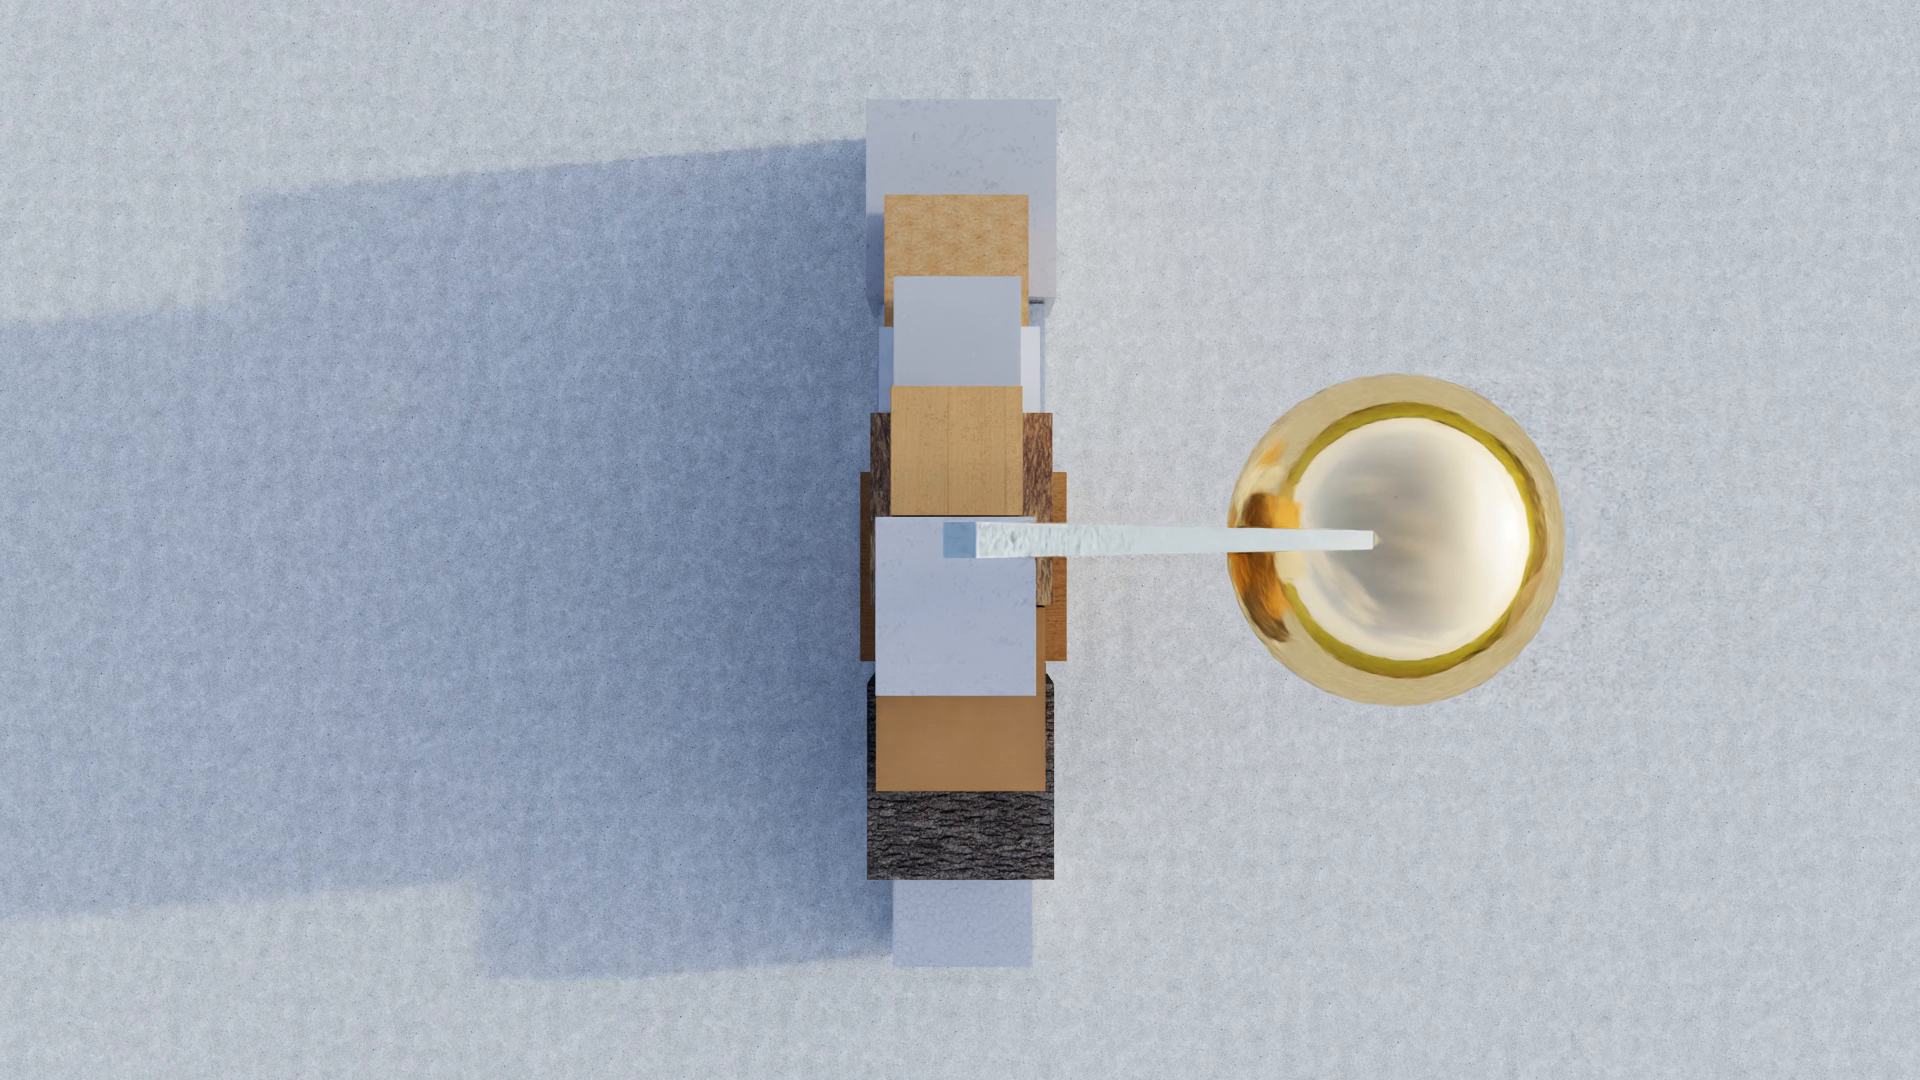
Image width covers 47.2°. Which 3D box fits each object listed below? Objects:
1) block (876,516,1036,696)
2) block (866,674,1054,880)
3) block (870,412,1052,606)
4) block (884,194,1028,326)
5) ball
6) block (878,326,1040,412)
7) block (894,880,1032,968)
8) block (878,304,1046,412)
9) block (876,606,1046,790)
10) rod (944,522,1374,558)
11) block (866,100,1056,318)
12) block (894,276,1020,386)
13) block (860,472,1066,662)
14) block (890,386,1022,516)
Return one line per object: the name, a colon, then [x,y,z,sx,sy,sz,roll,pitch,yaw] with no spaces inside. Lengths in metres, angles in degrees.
block: [-0.019,0.287,9.869,0.692,0.735,0.772,0,90,0]
block: [0.003,1.220,11.539,0.945,0.908,0.987,0,90,0]
block: [0.007,-0.145,10.687,0.849,0.900,0.896,0,90,0]
block: [-0.019,-1.430,11.567,0.739,0.619,0.676,0,90,0]
ball: [2.074,0.000,10.531,1.600,1.600,1.600,0,90,0]
block: [-0.003,-0.608,11.615,0.824,0.794,0.904,0,85,0]
block: [0.016,2.015,12.630,0.777,0.740,0.731,0,90,0]
block: [0.007,-0.843,12.569,0.928,0.862,0.923,0,90,0]
block: [0.003,0.743,10.676,0.791,0.817,0.857,0,90,0]
rod: [0.899,0.000,7.341,0.080,5.200,0.080,0,90,20]
block: [0.008,-1.848,12.438,1.029,1.124,1.066,0,90,0]
block: [-0.013,-0.967,10.917,0.612,0.646,0.570,0,86,0]
block: [0.019,0.145,12.497,1.126,1.007,1.033,0,90,0]
block: [-0.015,-0.392,9.933,0.579,0.607,0.566,0,90,0]
